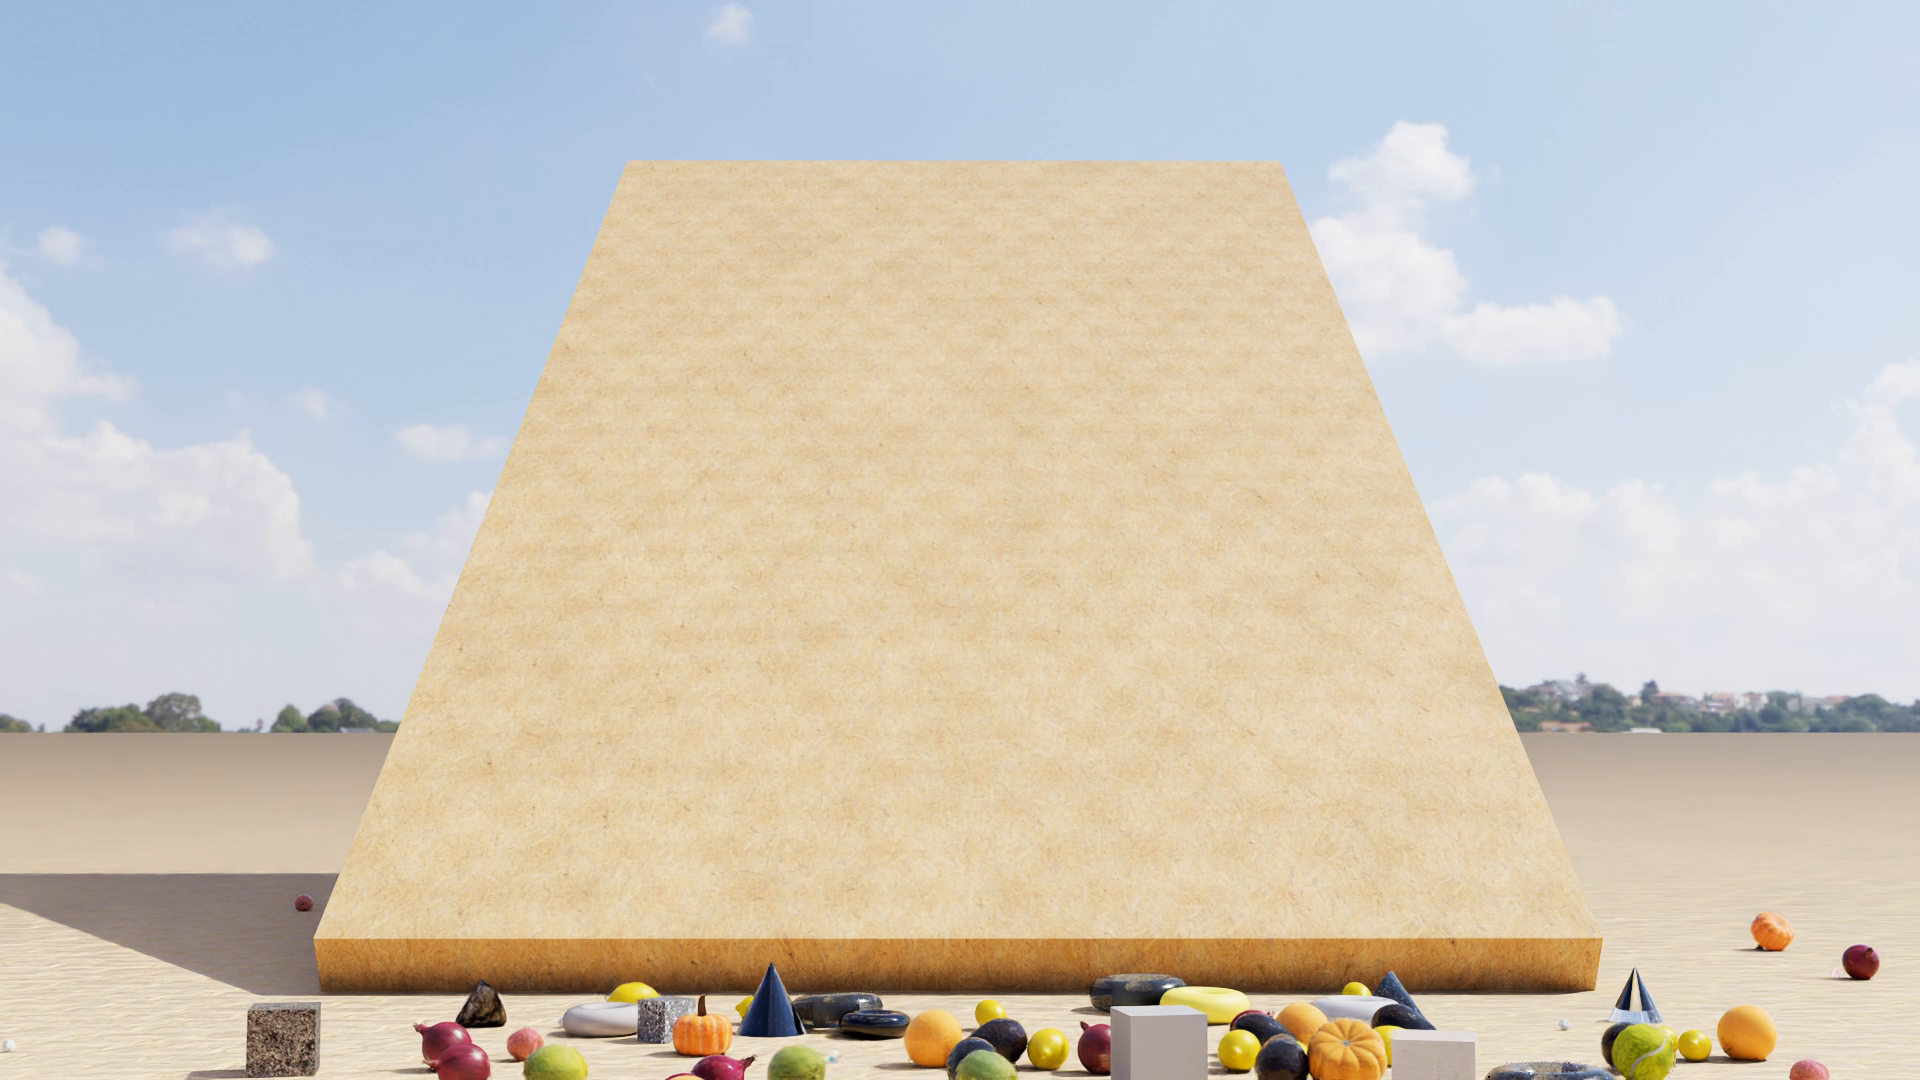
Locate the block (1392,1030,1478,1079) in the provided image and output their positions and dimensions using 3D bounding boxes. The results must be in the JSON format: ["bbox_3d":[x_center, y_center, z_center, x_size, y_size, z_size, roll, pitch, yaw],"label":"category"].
[{"bbox_3d":[0.504,0.569,2.507,0.086,0.086,0.086,-1,-5,13],"label":"block"}]

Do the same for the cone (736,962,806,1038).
[{"bbox_3d":[-0.256,0.619,3.201,0.097,0.097,0.097,0,-5,0],"label":"cone"}]

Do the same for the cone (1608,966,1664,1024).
[{"bbox_3d":[0.953,0.640,3.335,0.076,0.076,0.076,0,-5,0],"label":"cone"}]

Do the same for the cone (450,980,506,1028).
[{"bbox_3d":[-0.675,0.657,3.263,0.069,0.069,0.069,-29,13,-33],"label":"cone"}]

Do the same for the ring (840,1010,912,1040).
[{"bbox_3d":[-0.114,0.649,3.167,0.098,0.033,0.098,1,-5,0],"label":"ring"}]

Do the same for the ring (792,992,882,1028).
[{"bbox_3d":[-0.171,0.648,3.257,0.131,0.044,0.131,-3,-9,-1],"label":"ring"}]

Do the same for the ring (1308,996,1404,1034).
[{"bbox_3d":[0.540,0.648,3.225,0.131,0.044,0.131,1,-5,0],"label":"ring"}]

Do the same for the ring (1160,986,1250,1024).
[{"bbox_3d":[0.345,0.657,3.336,0.127,0.042,0.127,1,-4,0],"label":"ring"}]

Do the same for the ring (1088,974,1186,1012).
[{"bbox_3d":[0.262,0.663,3.455,0.147,0.049,0.147,-1,-5,0],"label":"ring"}]

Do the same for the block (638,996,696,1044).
[{"bbox_3d":[-0.388,0.634,3.125,0.054,0.054,0.054,-4,-6,41],"label":"block"}]

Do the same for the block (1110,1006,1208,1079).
[{"bbox_3d":[0.227,0.583,2.699,0.090,0.090,0.090,1,-5,-11],"label":"block"}]

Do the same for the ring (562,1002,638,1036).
[{"bbox_3d":[-0.481,0.648,3.196,0.112,0.037,0.112,-1,-4,0],"label":"ring"}]

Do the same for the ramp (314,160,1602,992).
[{"bbox_3d":[-0.010,-0.228,5.477,2.000,0.100,4.000,0,26,0],"label":"ramp"}]

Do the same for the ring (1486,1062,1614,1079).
[{"bbox_3d":[0.635,0.592,2.543,0.143,0.048,0.143,-1,-6,0],"label":"ring"}]

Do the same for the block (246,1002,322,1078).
[{"bbox_3d":[-0.811,0.599,2.836,0.079,0.079,0.079,1,-5,-11],"label":"block"}]
